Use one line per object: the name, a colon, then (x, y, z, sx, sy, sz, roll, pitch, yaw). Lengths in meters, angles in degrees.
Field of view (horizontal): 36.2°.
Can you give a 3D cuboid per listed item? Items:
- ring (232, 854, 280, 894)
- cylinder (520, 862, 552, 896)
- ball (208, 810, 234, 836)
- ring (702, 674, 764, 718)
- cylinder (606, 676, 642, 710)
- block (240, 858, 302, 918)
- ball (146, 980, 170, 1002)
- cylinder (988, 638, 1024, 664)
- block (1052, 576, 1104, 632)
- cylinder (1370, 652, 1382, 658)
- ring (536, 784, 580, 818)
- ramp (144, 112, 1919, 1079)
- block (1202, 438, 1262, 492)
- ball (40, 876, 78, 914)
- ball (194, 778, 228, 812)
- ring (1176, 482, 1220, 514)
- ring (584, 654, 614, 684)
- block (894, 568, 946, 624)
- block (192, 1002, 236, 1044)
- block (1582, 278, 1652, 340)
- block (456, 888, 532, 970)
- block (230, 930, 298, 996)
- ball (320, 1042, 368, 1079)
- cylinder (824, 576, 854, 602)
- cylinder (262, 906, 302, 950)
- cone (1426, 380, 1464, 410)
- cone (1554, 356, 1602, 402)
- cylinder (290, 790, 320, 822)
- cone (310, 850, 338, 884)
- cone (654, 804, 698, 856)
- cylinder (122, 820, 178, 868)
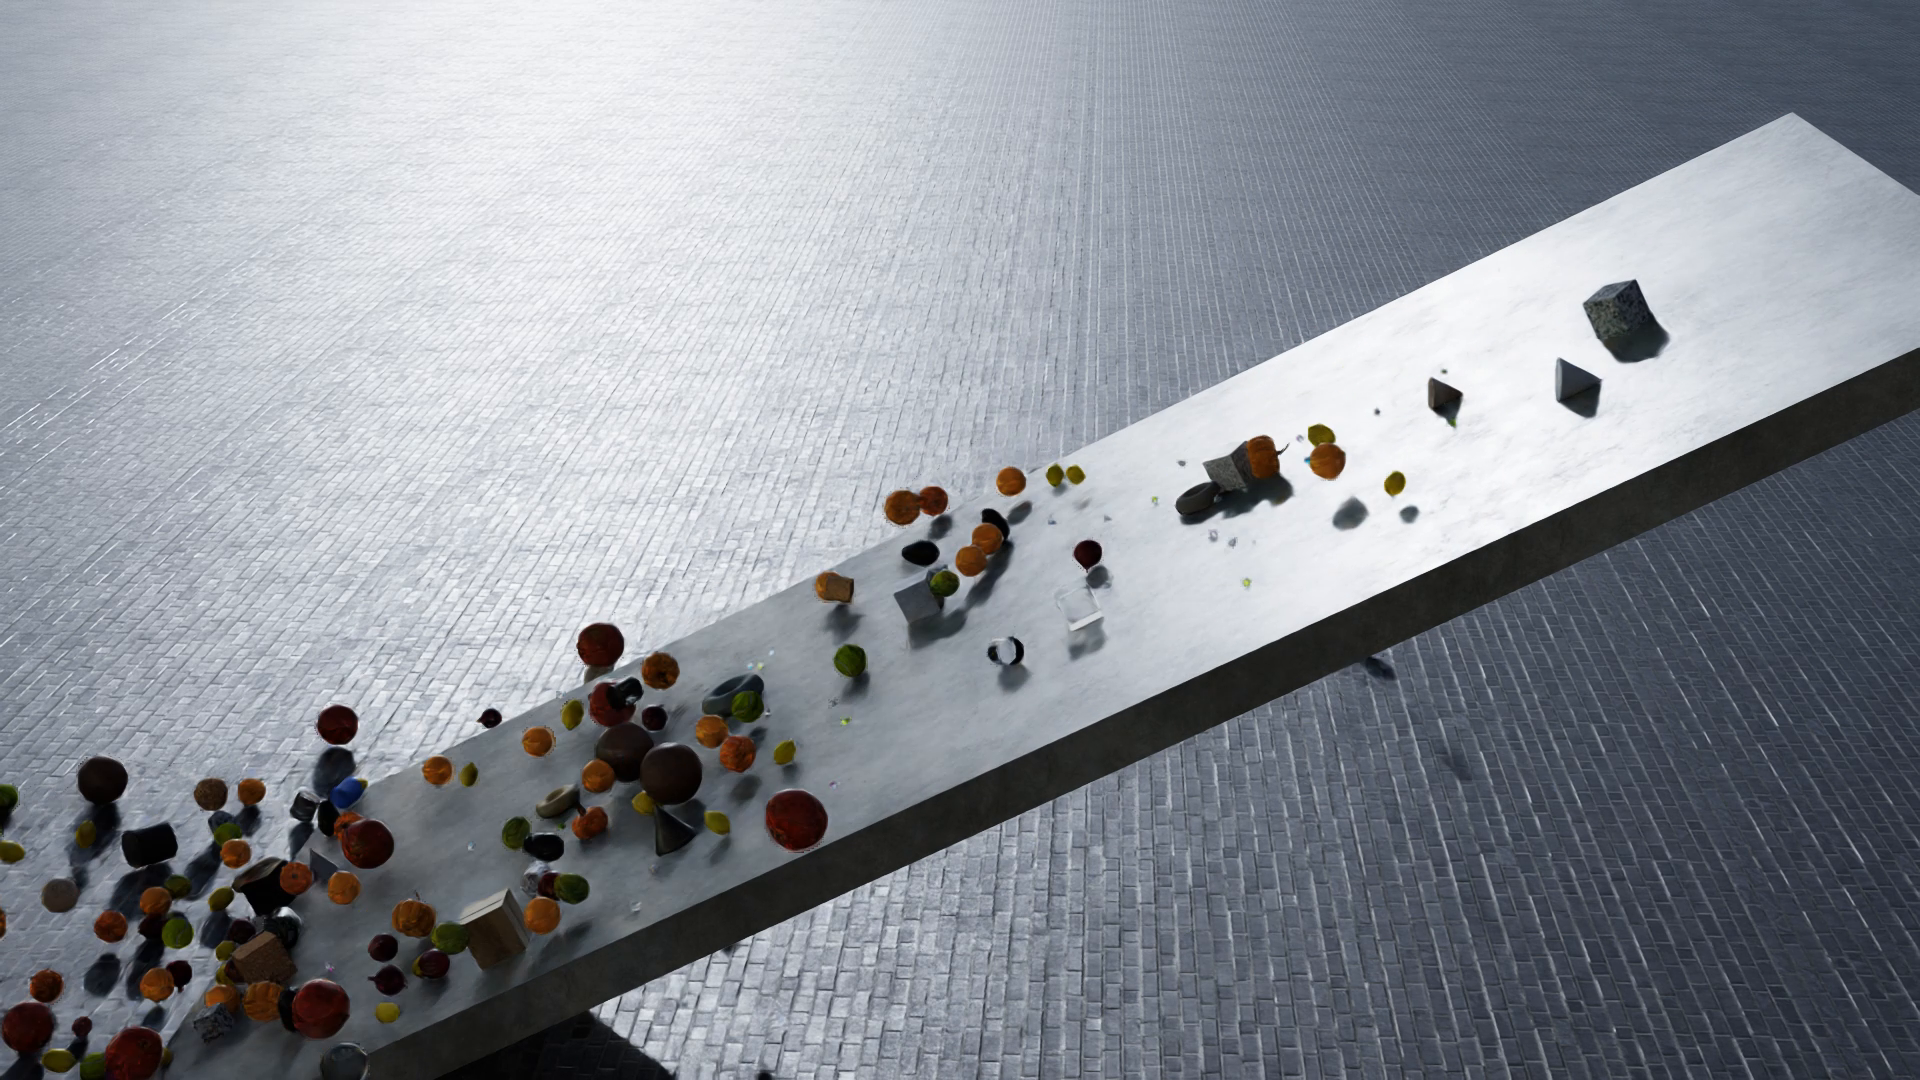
ring: (-1.711, 0.813, 7.153, 0.130, 0.043, 0.130, -35, 1, 1)
cylinder: (-0.859, 0.687, 5.960, 0.054, 0.054, 0.054, 2, 17, 6)
ball: (-1.908, 0.731, 7.594, 0.065, 0.065, 0.065, 0, 17, 0)
ring: (-0.505, 0.347, 6.545, 0.149, 0.050, 0.149, -26, 15, 7)
cylinder: (-0.735, 0.336, 6.443, 0.057, 0.057, 0.057, 11, 26, 32)
block: (-1.611, 0.813, 6.881, 0.086, 0.086, 0.086, -22, 15, 22)
ball: (-1.812, 1.018, 6.639, 0.051, 0.051, 0.051, 0, 17, 0)
cylinder: (0.092, 0.221, 5.839, 0.054, 0.054, 0.054, -8, 0, -25)
block: (0.235, 0.128, 5.875, 0.072, 0.072, 0.072, -27, 14, 3)
cylinder: (1.246, 0.323, 8.955, 0.066, 0.066, 0.066, 8, 18, 34)
ring: (-0.884, 0.575, 6.466, 0.105, 0.035, 0.105, -27, 15, 8)
ramp: (0.139, 0.168, 6.281, 4.000, 0.100, 2.000, -25, 14, 10)
block: (0.578, -0.157, 6.253, 0.077, 0.077, 0.077, -15, 18, 42)
ball: (-1.981, 0.781, 6.473, 0.081, 0.081, 0.081, 0, 17, 0)
ball: (-1.937, 0.658, 7.611, 0.087, 0.087, 0.087, 0, 17, 0)
ring: (0.504, -0.088, 6.233, 0.104, 0.035, 0.104, -27, 13, 7)
ring: (-1.057, 0.398, 8.604, 0.045, 0.136, 0.136, 27, 5, -25)
block: (-0.090, 0.125, 6.496, 0.080, 0.080, 0.080, -24, 14, 13)
block: (-1.558, 1.006, 6.137, 0.054, 0.054, 0.054, -23, 14, 19)
block: (1.325, -0.465, 5.931, 0.083, 0.083, 0.083, -37, 16, -33)
block: (-0.902, 0.754, 5.704, 0.099, 0.099, 0.099, -26, 14, 6)
block: (-1.490, 0.905, 6.296, 0.092, 0.092, 0.092, -34, 15, -24)
ball: (-1.151, 0.984, 5.499, 0.088, 0.088, 0.088, 0, 17, 0)
cylinder: (-0.280, 0.114, 6.832, 0.058, 0.058, 0.058, 6, 17, 7)
cylinder: (-1.499, 0.860, 6.507, 0.078, 0.078, 0.078, -2, 10, -7)
cone: (1.005, -0.303, 6.060, 0.072, 0.072, 0.072, -15, 18, -4)
cone: (1.202, -0.310, 5.692, 0.089, 0.089, 0.089, 0, 17, 3)
cylinder: (-1.711, 0.695, 7.685, 0.062, 0.062, 0.062, 25, 12, -5)
cone: (-1.514, 0.757, 6.927, 0.075, 0.075, 0.075, -26, 14, 7)
cone: (-0.583, 0.560, 5.817, 0.093, 0.093, 0.093, -26, 14, 7)
cylinder: (-2.039, 0.765, 7.397, 0.099, 0.099, 0.099, -15, 22, -42)
